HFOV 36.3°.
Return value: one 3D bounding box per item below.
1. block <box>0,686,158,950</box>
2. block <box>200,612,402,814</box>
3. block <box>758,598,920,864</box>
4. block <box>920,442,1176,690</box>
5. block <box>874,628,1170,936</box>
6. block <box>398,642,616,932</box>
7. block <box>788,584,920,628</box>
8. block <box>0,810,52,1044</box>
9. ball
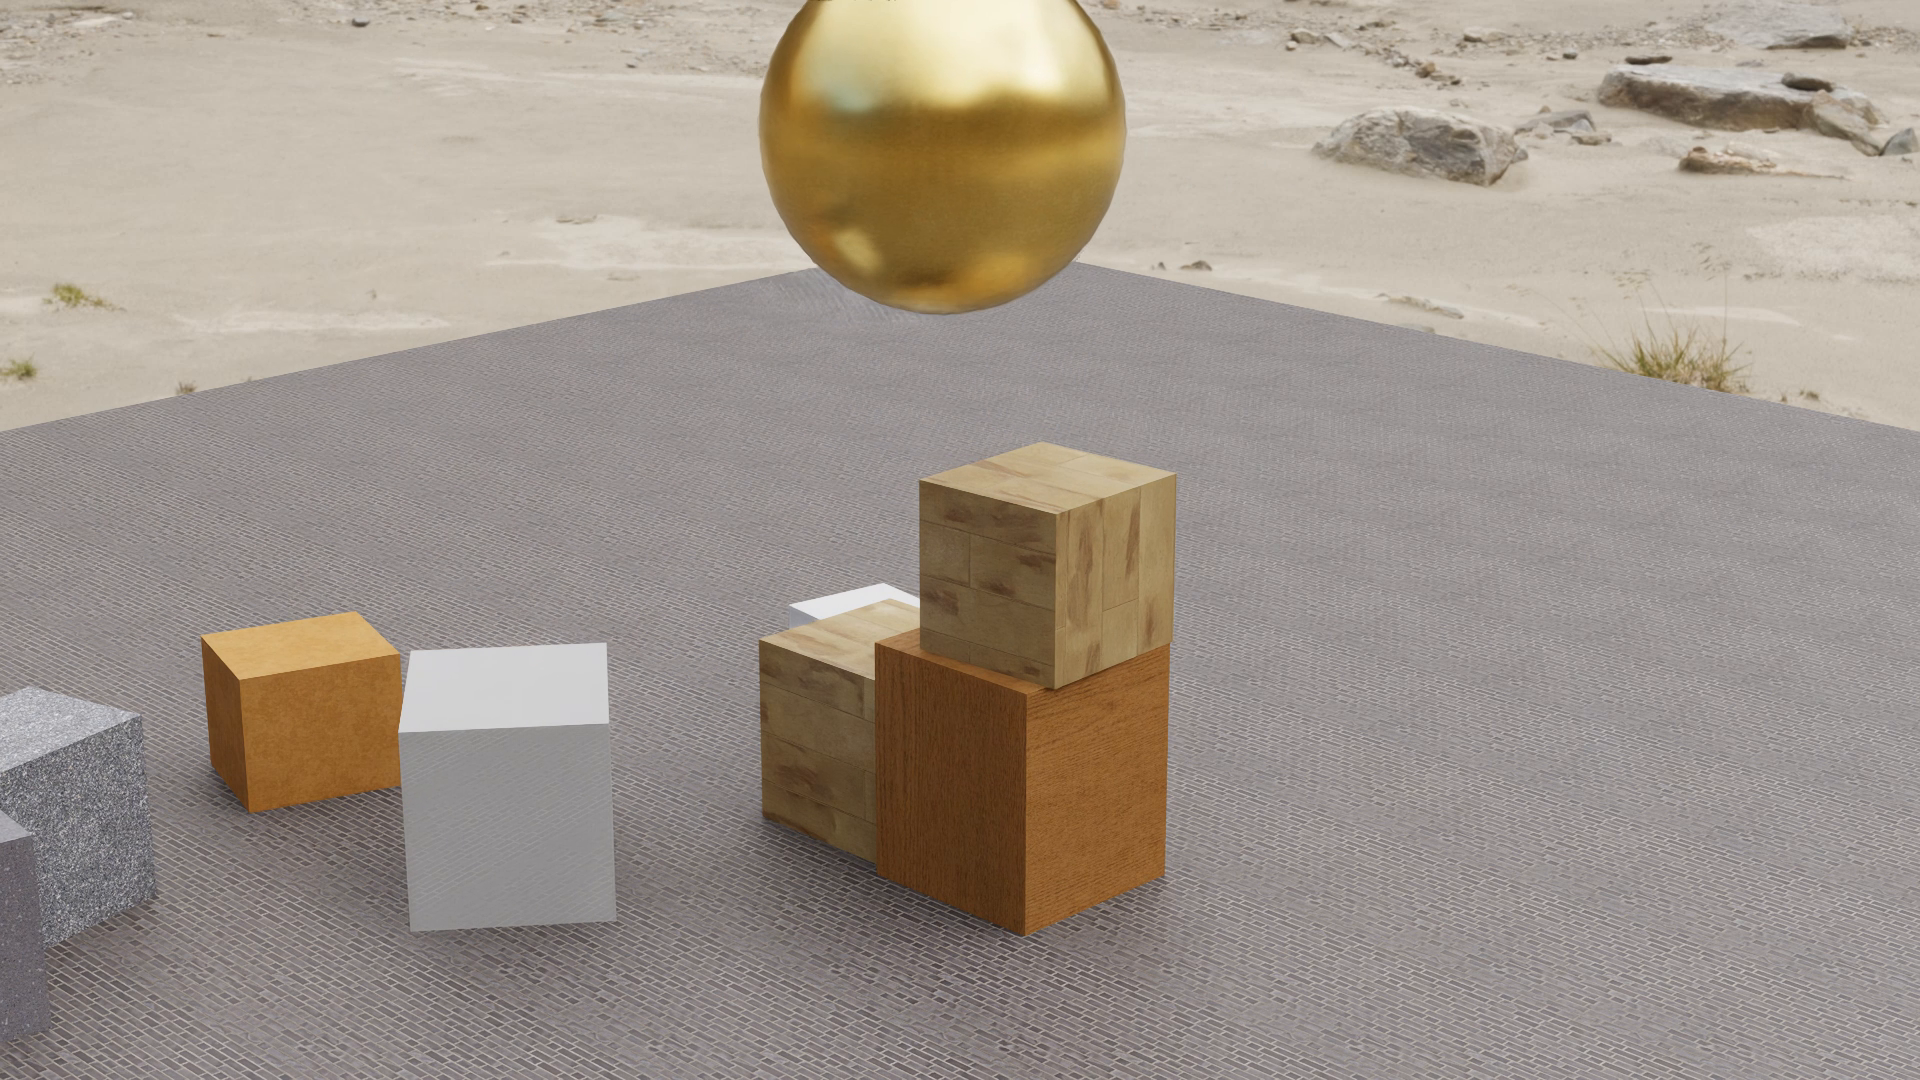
[{"bbox_3d":[-4.138,1.240,12.953,0.706,0.868,0.816,10,20,29],"label":"block"},{"bbox_3d":[-3.250,0.840,14.526,0.790,0.686,0.723,-9,20,-27],"label":"block"},{"bbox_3d":[-0.342,0.900,13.972,0.857,0.905,0.865,-17,24,-42],"label":"block"},{"bbox_3d":[0.388,0.095,12.969,0.780,0.784,0.828,15,23,39],"label":"block"},{"bbox_3d":[0.279,0.997,13.290,0.942,1.129,0.929,17,24,42],"label":"block"},{"bbox_3d":[-2.032,1.100,13.284,0.900,0.936,1.054,-2,18,-7],"label":"block"},{"bbox_3d":[-0.483,0.628,15.384,0.609,0.577,0.566,-13,21,-35],"label":"block"},{"bbox_3d":[-4.315,1.573,11.912,0.874,0.856,0.837,-14,22,-37],"label":"block"},{"bbox_3d":[-0.077,-1.778,12.702,1.600,1.600,1.600,0,17,0],"label":"ball"}]
